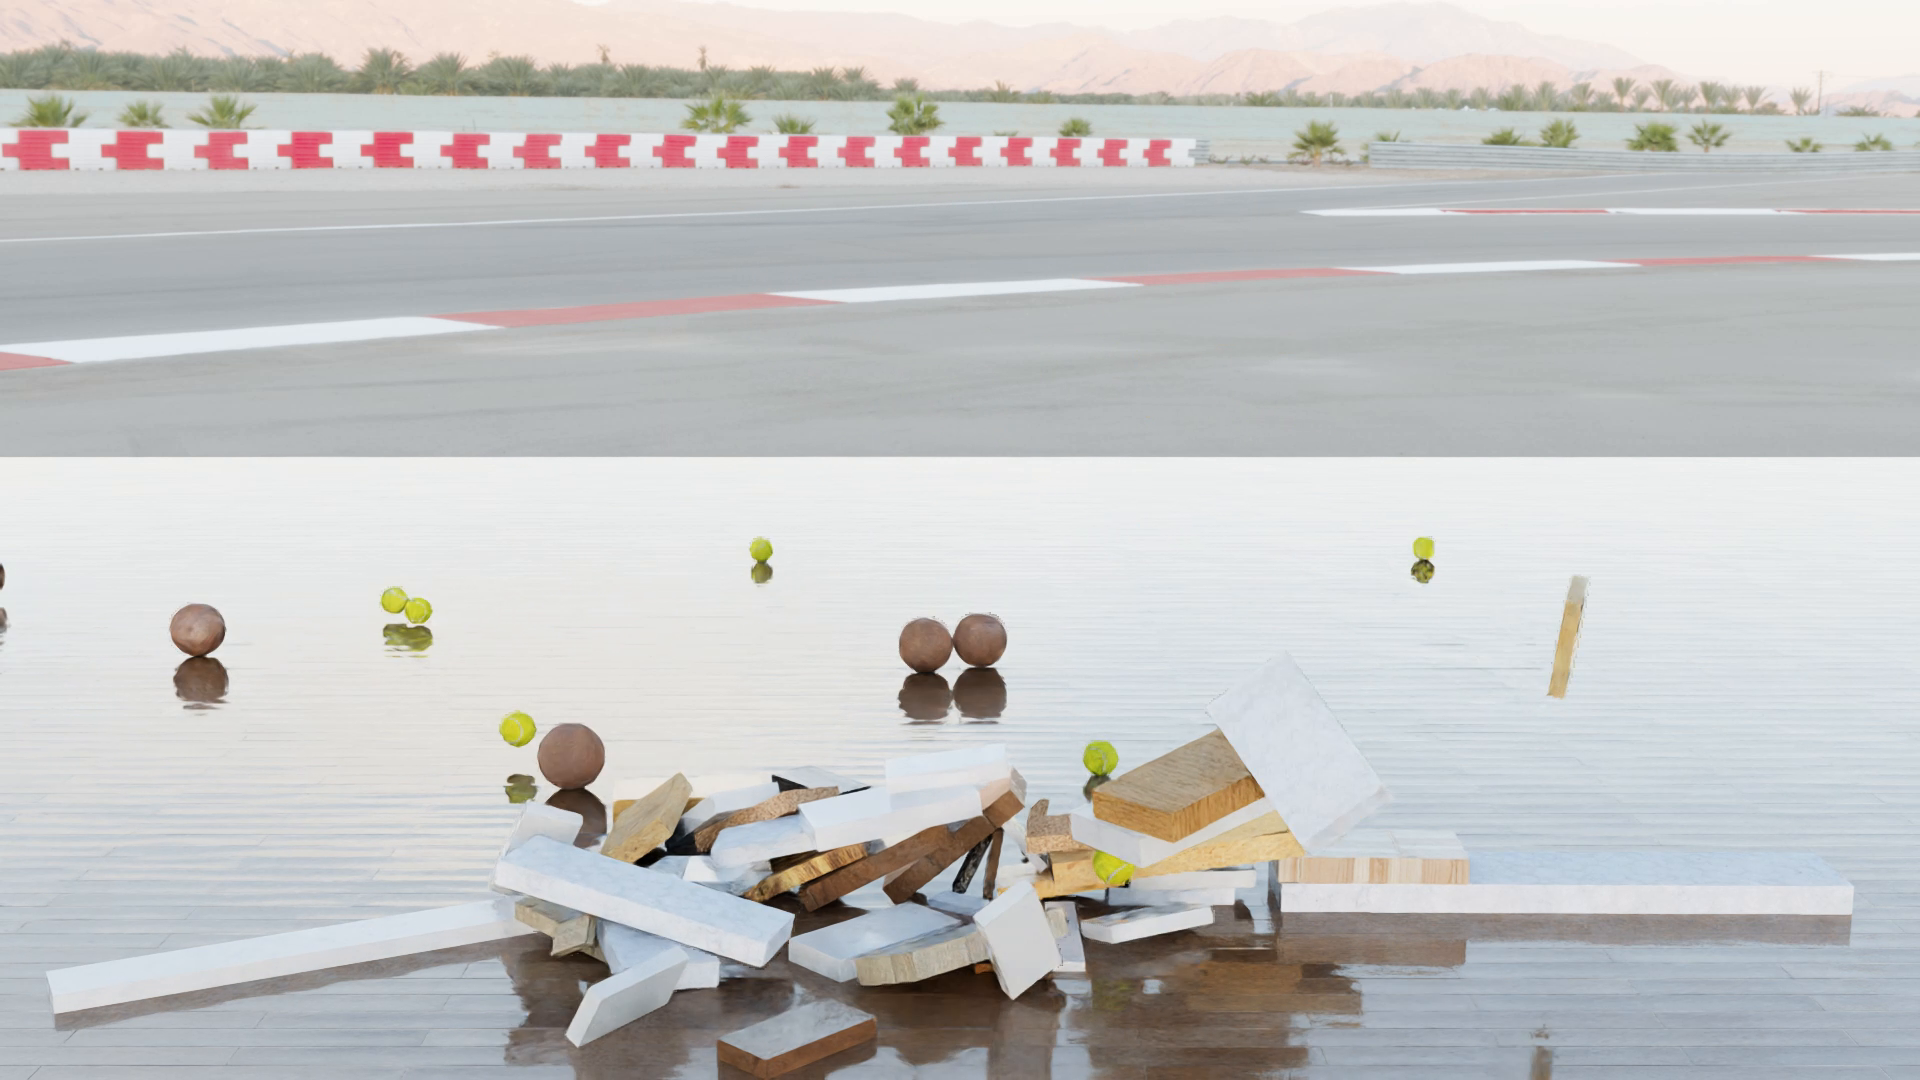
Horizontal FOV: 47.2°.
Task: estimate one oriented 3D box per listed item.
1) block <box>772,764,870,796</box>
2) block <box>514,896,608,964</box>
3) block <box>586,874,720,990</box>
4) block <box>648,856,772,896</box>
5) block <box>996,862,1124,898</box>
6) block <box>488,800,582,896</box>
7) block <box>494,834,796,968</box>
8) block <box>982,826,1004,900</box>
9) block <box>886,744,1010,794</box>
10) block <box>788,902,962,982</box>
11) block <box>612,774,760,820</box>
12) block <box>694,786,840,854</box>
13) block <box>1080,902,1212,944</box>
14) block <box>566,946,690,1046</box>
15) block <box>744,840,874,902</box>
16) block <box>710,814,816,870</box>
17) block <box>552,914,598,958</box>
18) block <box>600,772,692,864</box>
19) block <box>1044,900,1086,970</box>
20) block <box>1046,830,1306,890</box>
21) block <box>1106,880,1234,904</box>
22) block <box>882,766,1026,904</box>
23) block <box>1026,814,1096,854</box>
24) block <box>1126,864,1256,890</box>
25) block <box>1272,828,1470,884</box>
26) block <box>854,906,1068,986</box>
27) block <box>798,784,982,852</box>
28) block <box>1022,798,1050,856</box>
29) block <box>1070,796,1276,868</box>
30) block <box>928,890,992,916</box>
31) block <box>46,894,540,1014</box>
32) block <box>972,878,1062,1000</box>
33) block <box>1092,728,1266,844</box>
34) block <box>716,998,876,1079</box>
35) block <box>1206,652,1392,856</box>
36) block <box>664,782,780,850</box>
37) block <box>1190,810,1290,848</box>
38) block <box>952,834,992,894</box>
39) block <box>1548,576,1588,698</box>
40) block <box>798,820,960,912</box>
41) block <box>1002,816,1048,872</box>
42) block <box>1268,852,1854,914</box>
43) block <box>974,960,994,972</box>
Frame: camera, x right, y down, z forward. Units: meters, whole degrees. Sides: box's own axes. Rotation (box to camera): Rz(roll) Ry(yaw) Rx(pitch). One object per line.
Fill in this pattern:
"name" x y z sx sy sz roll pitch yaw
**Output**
"block" -0.268 0.473 4.225 0.094 0.027 0.187 -9 14 -41
"block" -0.587 0.599 3.443 0.204 0.029 0.102 18 20 31
"block" -0.476 0.599 3.367 0.147 0.042 0.293 0 18 -21
"block" -0.430 0.556 3.623 0.219 0.031 0.109 -6 13 32
"block" 0.166 0.560 3.659 0.207 0.029 0.104 -9 10 2
"block" -0.689 0.507 3.568 0.093 0.186 0.026 19 31 -19
"block" -0.479 0.548 3.354 0.435 0.039 0.137 15 12 11
"block" 0.055 0.532 3.659 0.017 0.117 0.058 10 10 -2
"block" -0.021 0.375 3.616 0.198 0.028 0.099 -8 12 0
"block" -0.130 0.621 3.408 0.247 0.035 0.124 -10 14 -42
"block" -0.512 0.484 4.134 0.275 0.039 0.137 -1 11 -6
"block" -0.331 0.482 3.787 0.248 0.035 0.124 -29 -19 38
"block" 0.295 0.603 3.473 0.186 0.026 0.093 -6 -1 -28
"block" -0.469 0.645 3.114 0.027 0.094 0.187 39 28 22
"block" -0.248 0.530 3.637 0.219 0.031 0.109 -25 10 11
"block" -0.295 0.490 3.635 0.219 0.031 0.109 -12 11 6
"block" -0.587 0.601 3.347 0.013 0.047 0.095 27 -36 -34
"block" -0.552 0.499 3.856 0.137 0.039 0.275 -35 8 7
"block" 0.164 0.621 3.464 0.048 0.014 0.272 0 11 -1
"block" 0.350 0.500 3.625 0.410 0.043 0.153 -7 13 -1
"block" 0.348 0.576 3.664 0.207 0.029 0.103 0 11 0
"block" -0.008 0.489 3.650 0.272 0.039 0.136 -39 7 9
"block" 0.212 0.480 3.625 0.198 0.028 0.099 -5 12 9
"block" 0.379 0.548 3.653 0.207 0.029 0.104 -1 11 -3
"block" 0.675 0.523 3.645 0.307 0.043 0.153 0 10 2
"block" 0.004 0.611 3.308 0.293 0.042 0.147 -9 -7 -39
"block" -0.114 0.436 3.553 0.272 0.039 0.136 -11 12 -14
"block" 0.133 0.505 3.865 0.013 0.095 0.047 26 -40 -16
"block" 0.362 0.426 3.534 0.338 0.048 0.169 -18 20 -33
"block" 0.001 0.596 3.602 0.095 0.014 0.048 7 13 34
"block" -0.937 0.623 3.410 0.882 0.029 0.102 -5 12 -27
"block" 0.084 0.577 3.177 0.094 0.187 0.027 -35 46 -17
"block" 0.390 0.382 3.503 0.338 0.048 0.169 -20 21 -38
"block" -0.225 0.690 3.051 0.102 0.029 0.204 10 14 43
"block" 0.500 0.314 3.263 0.147 0.042 0.293 -37 47 5
"block" -0.416 0.481 3.827 0.124 0.035 0.248 -7 -18 -31
"block" 0.503 0.435 3.629 0.307 0.043 0.153 -9 13 -10
"block" 0.021 0.534 3.660 0.017 0.117 0.059 26 10 -4
"block" 1.029 0.164 3.719 0.026 0.186 0.093 12 31 17
"block" -0.131 0.513 3.618 0.272 0.039 0.136 -28 9 10
"block" 0.103 0.497 3.665 0.017 0.117 0.058 -39 7 7
"block" 0.987 0.568 3.656 0.925 0.048 0.169 0 11 1
"block" 0.064 0.636 3.294 0.047 0.013 0.095 -6 -9 -28
